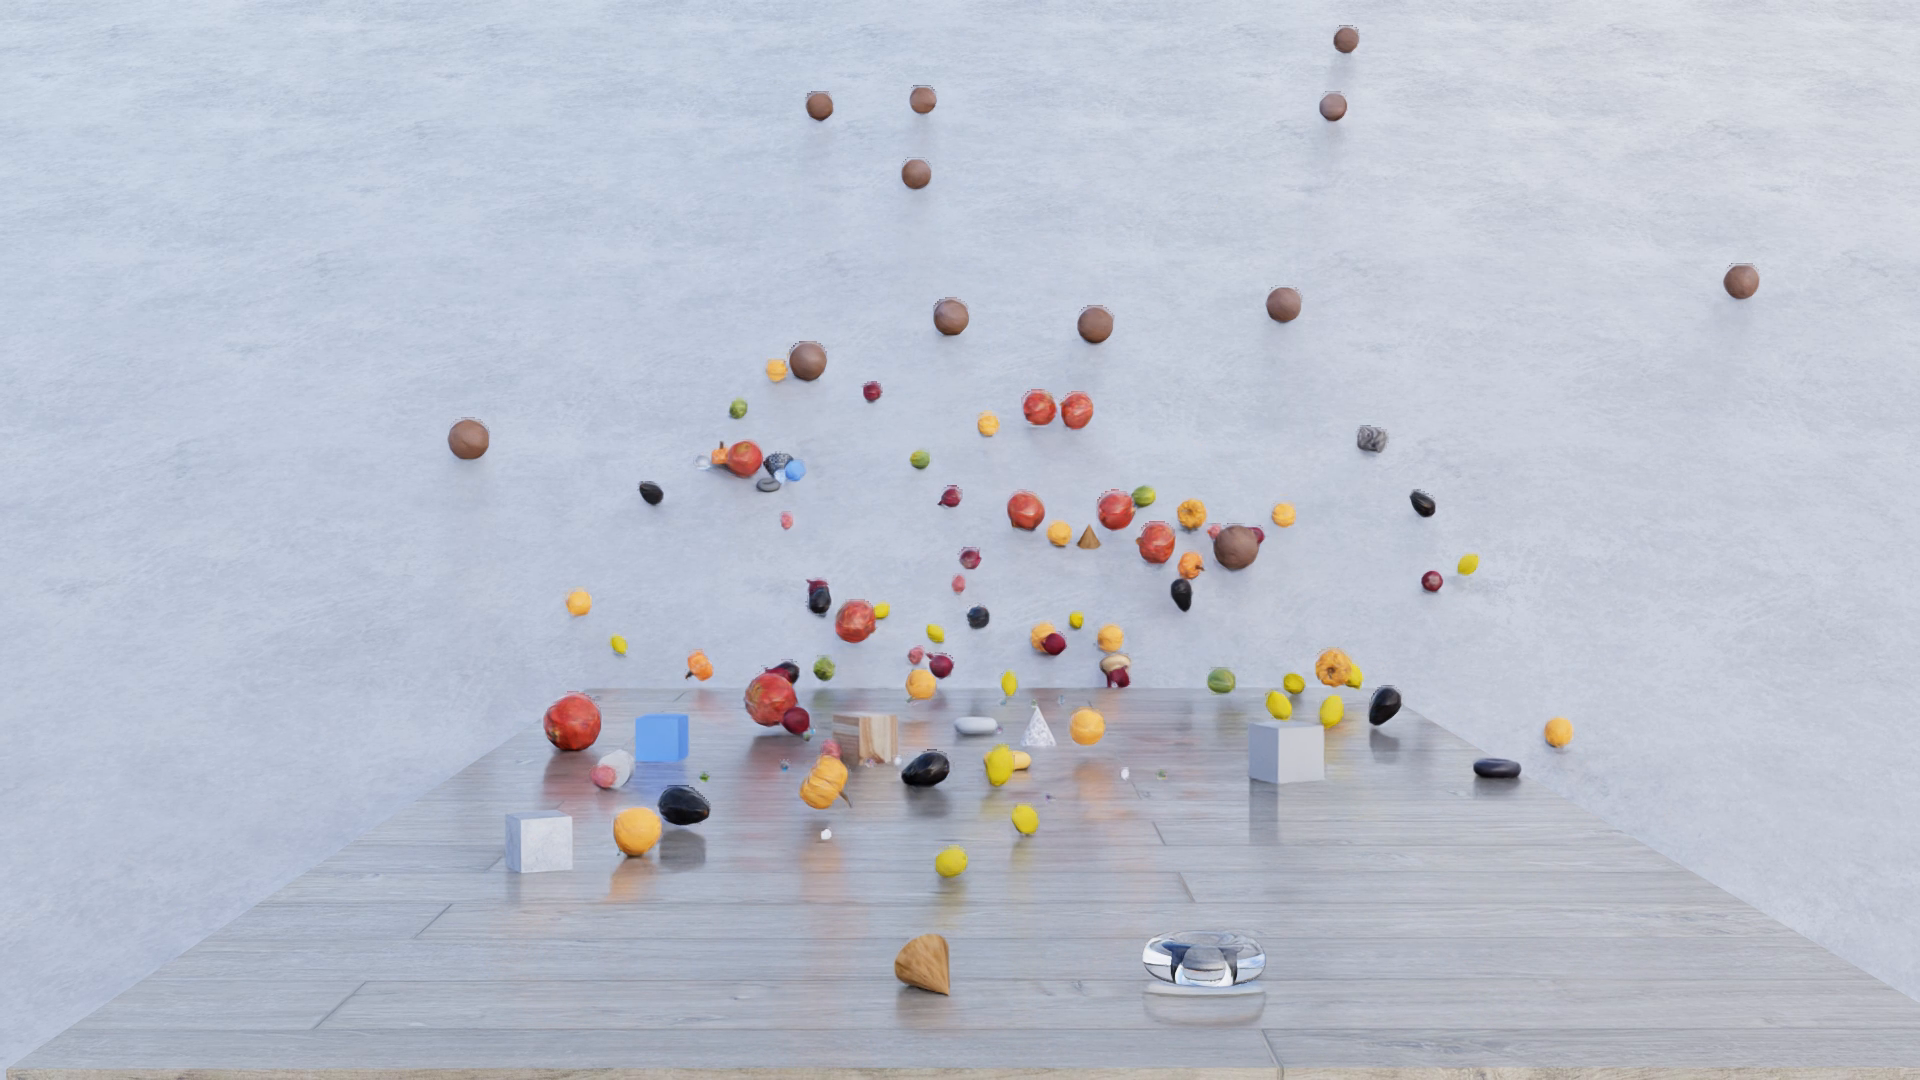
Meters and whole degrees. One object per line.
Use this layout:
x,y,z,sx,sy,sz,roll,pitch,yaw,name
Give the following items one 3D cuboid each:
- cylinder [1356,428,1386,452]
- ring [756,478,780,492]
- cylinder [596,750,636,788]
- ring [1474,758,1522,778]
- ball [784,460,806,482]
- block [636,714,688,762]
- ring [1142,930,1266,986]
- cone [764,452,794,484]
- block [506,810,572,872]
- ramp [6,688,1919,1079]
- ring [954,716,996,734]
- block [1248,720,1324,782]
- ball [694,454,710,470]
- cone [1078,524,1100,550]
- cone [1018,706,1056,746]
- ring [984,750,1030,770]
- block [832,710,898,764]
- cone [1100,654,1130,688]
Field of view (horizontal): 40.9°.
1.316,-0.320,8.237,0.070,0.070,0.070,15,28,35,cylinder
-0.593,-0.171,7.967,0.075,0.025,0.075,0,23,0,ring
-0.623,0.414,4.668,0.060,0.060,0.060,1,2,3,cylinder
1.002,0.424,4.800,0.088,0.029,0.088,1,1,0,ring
-0.512,-0.215,7.996,0.065,0.065,0.065,0,24,0,ball
-0.584,0.388,5.058,0.084,0.084,0.084,0,2,8,block
0.282,0.482,2.973,0.143,0.048,0.143,1,1,0,ring
-0.559,-0.206,8.023,0.095,0.095,0.095,-4,51,-9,cone
-0.615,0.439,3.760,0.077,0.077,0.077,-1,2,-27,block
0.055,0.499,4.546,2.000,0.100,4.000,0,2,0,ramp
0.033,0.398,5.523,0.093,0.031,0.093,1,1,0,ring
0.603,0.391,4.760,0.100,0.100,0.100,-1,2,-26,block
-0.809,-0.242,8.095,0.050,0.050,0.050,0,24,0,ball
0.380,-0.018,7.570,0.068,0.068,0.068,0,24,0,cone
0.160,0.382,5.316,0.078,0.078,0.078,0,2,0,cone
0.090,0.420,4.918,0.092,0.031,0.092,1,1,0,ring
-0.185,0.386,5.029,0.091,0.091,0.091,-2,3,-37,block
0.414,0.359,6.762,0.085,0.085,0.085,-3,51,-8,cone
